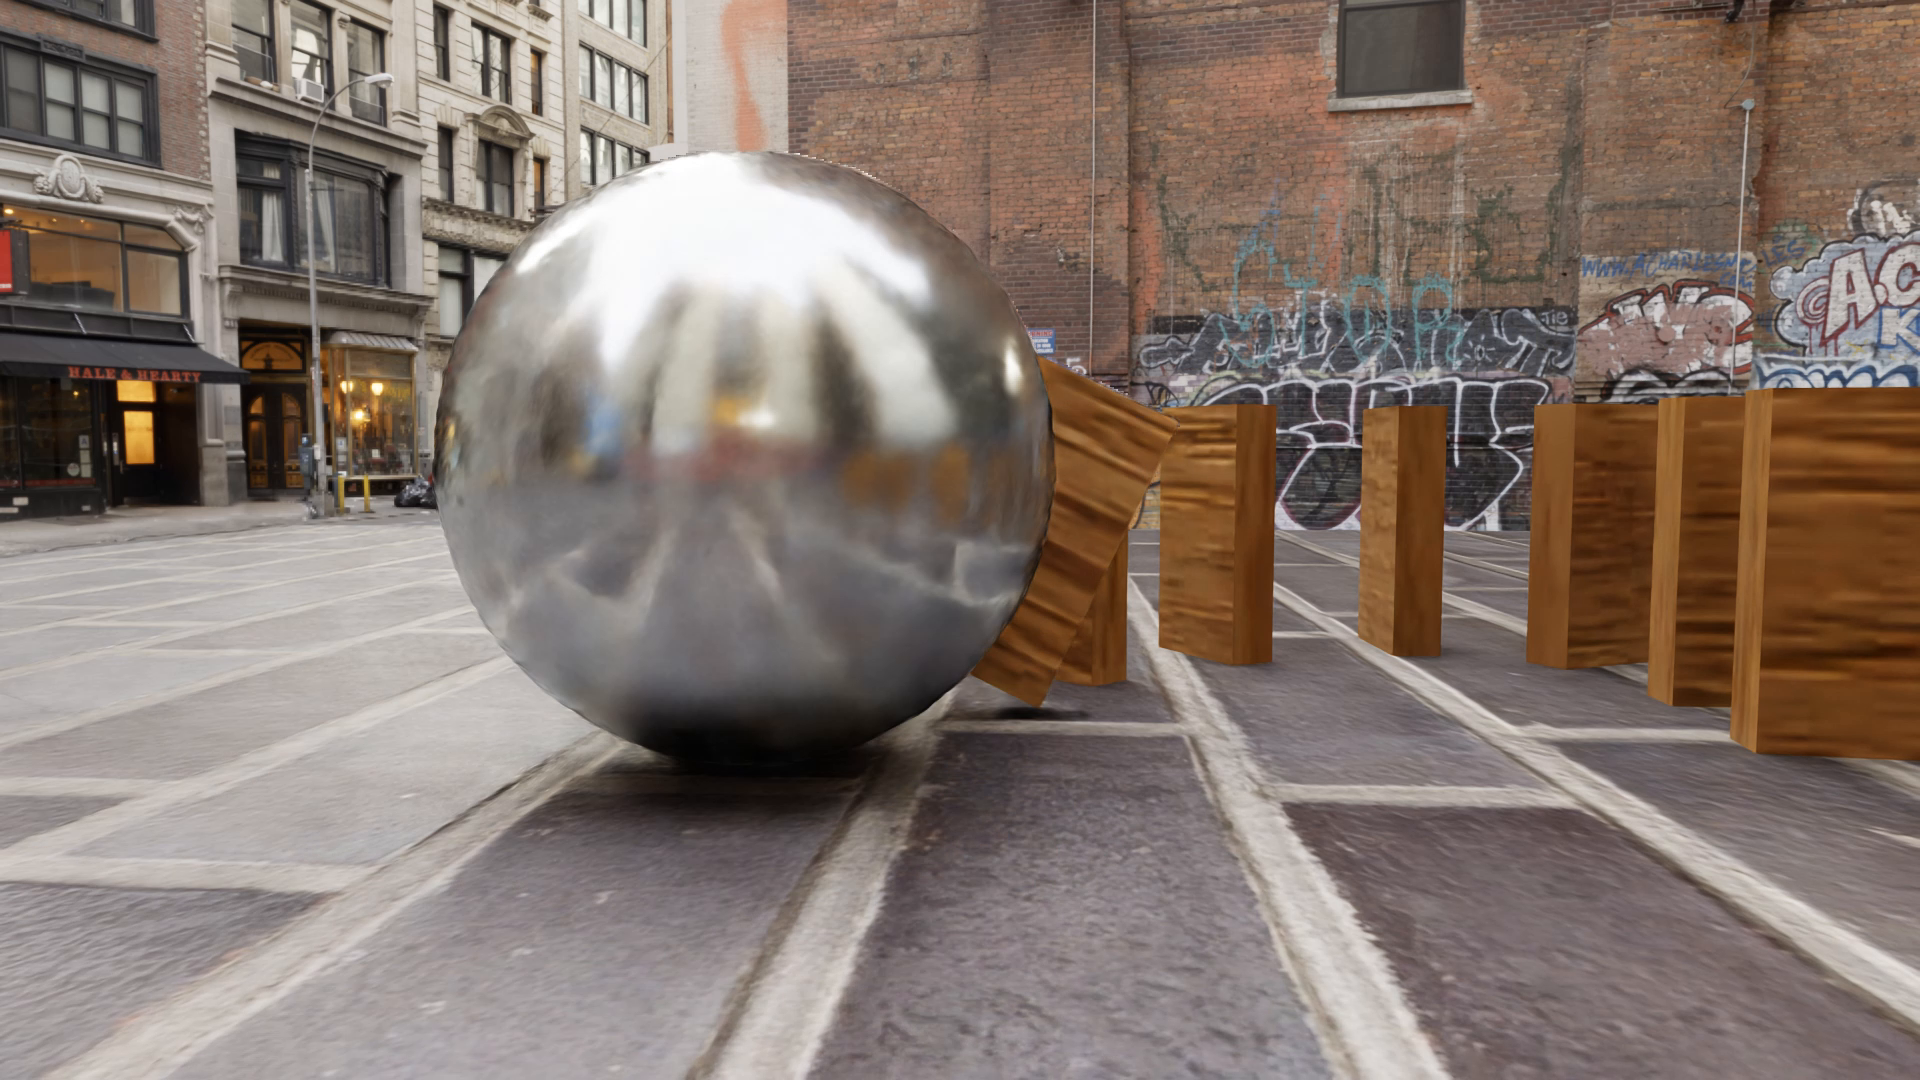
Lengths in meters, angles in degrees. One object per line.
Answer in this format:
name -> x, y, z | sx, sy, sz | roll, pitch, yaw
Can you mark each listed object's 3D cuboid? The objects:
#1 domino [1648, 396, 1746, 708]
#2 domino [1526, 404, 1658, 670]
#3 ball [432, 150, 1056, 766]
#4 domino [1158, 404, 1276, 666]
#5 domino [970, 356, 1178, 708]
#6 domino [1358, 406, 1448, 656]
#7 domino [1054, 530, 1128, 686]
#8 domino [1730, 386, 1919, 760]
domino -> 0.129, 0.002, 0.210 | 0.025, 0.050, 0.010 | 0, 4, 6
domino -> 0.124, -0.001, 0.249 | 0.025, 0.050, 0.010 | -2, 5, -23
ball -> -0.027, -0.010, 0.171 | 0.080, 0.080, 0.080 | 0, 4, 0
domino -> 0.051, -0.002, 0.258 | 0.009, 0.050, 0.025 | -2, 5, -25
domino -> 0.012, -0.001, 0.206 | 0.025, 0.050, 0.009 | 26, -4, 5
domino -> 0.092, -0.003, 0.268 | 0.010, 0.050, 0.025 | 0, 4, 2
domino -> 0.018, 0.000, 0.235 | 0.009, 0.050, 0.025 | -4, 6, -43
domino -> 0.123, 0.004, 0.177 | 0.025, 0.050, 0.010 | 1, 4, 12
